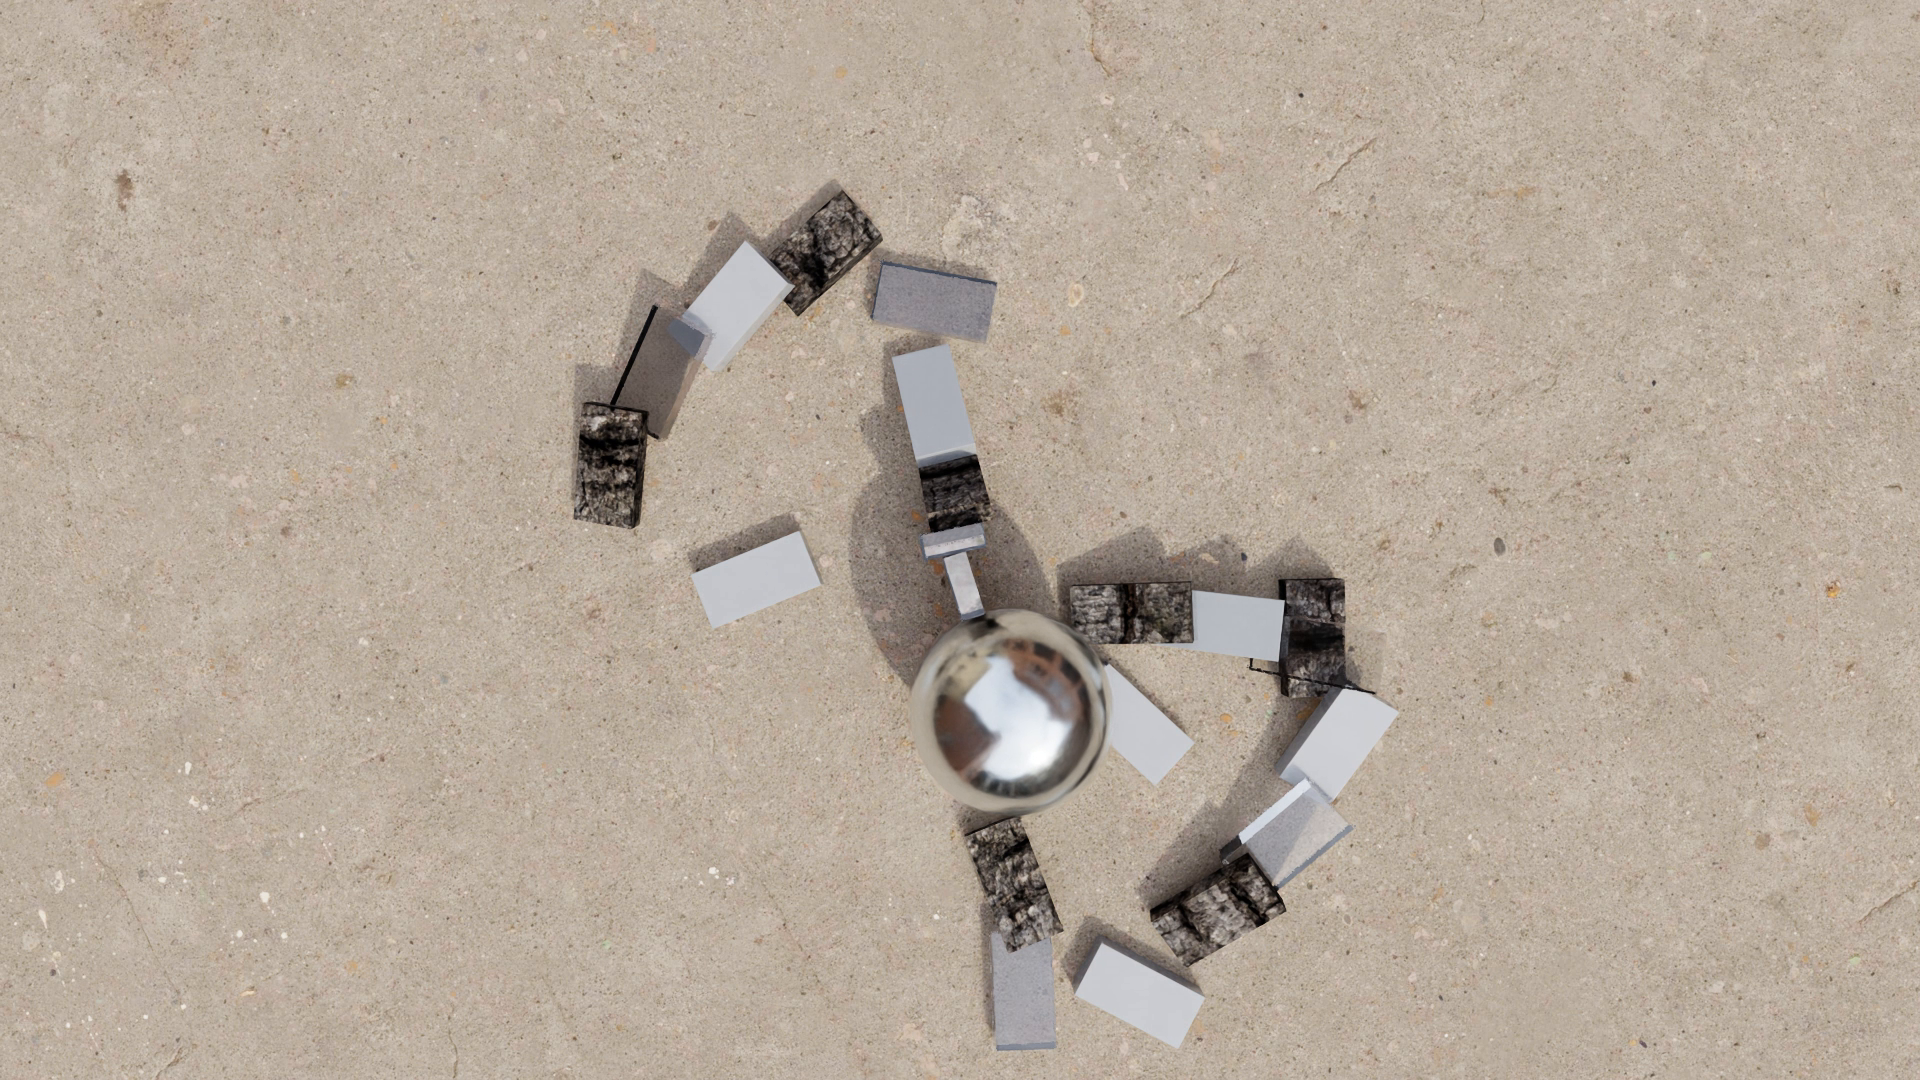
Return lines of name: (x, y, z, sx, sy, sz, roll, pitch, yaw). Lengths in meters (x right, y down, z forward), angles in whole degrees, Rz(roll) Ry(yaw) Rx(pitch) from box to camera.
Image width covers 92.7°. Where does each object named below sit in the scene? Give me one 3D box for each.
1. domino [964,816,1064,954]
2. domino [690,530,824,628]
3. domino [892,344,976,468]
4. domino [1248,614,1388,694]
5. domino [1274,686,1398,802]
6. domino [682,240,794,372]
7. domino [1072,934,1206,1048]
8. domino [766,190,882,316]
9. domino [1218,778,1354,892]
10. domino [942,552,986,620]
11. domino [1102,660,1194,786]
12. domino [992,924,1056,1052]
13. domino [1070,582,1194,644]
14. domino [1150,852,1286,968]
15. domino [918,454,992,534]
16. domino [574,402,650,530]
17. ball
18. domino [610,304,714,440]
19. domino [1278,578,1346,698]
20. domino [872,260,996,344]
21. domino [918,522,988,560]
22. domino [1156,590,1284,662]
domino: (0.023, 0.145, 0.390, 0.025, 0.009, 0.050, -21, 79, -4)
domino: (-0.087, 0.017, 0.395, 0.050, 0.009, 0.025, -22, 90, 0)
domino: (-0.011, -0.057, 0.386, 0.025, 0.010, 0.050, -14, 67, 0)
domino: (0.148, 0.046, 0.380, 0.050, 0.009, 0.025, 9, 94, 30)
domino: (0.159, 0.085, 0.389, 0.025, 0.010, 0.050, 30, 104, -1)
domino: (-0.097, -0.099, 0.390, 0.025, 0.009, 0.050, 45, 103, 0)
domino: (0.077, 0.194, 0.395, 0.050, 0.010, 0.025, 28, 90, 0)
domino: (-0.061, -0.123, 0.395, 0.050, 0.010, 0.025, -42, 90, 0)
domino: (0.138, 0.128, 0.390, 0.025, 0.010, 0.050, 44, 103, 0)
domino: (0.001, 0.018, 0.375, 0.009, 0.050, 0.025, -18, 90, 0)
domino: (0.073, 0.079, 0.395, 0.050, 0.010, 0.025, 43, 90, 0)
domino: (0.027, 0.192, 0.395, 0.025, 0.010, 0.050, -2, 90, 0)
domino: (0.073, 0.031, 0.388, 0.050, 0.010, 0.025, -3, 90, 17)
domino: (0.109, 0.158, 0.390, 0.050, 0.010, 0.025, -36, 92, 13)
domino: (-0.003, -0.024, 0.377, 0.025, 0.050, 0.009, -12, 127, 0)
domino: (-0.148, -0.032, 0.390, 0.025, 0.010, 0.050, 10, 103, 0)
ball: (0.020, 0.067, 0.360, 0.080, 0.080, 0.080, 0, 90, 0)
domino: (-0.127, -0.071, 0.389, 0.025, 0.010, 0.050, 30, 104, 0)
domino: (0.152, 0.042, 0.395, 0.025, 0.010, 0.050, -1, 90, 0)
domino: (-0.011, -0.102, 0.395, 0.050, 0.010, 0.025, 10, 90, 0)
domino: (-0.003, 0.000, 0.375, 0.025, 0.050, 0.010, -12, 92, 0)
domino: (0.109, 0.035, 0.387, 0.050, 0.010, 0.025, 6, 90, 21)
